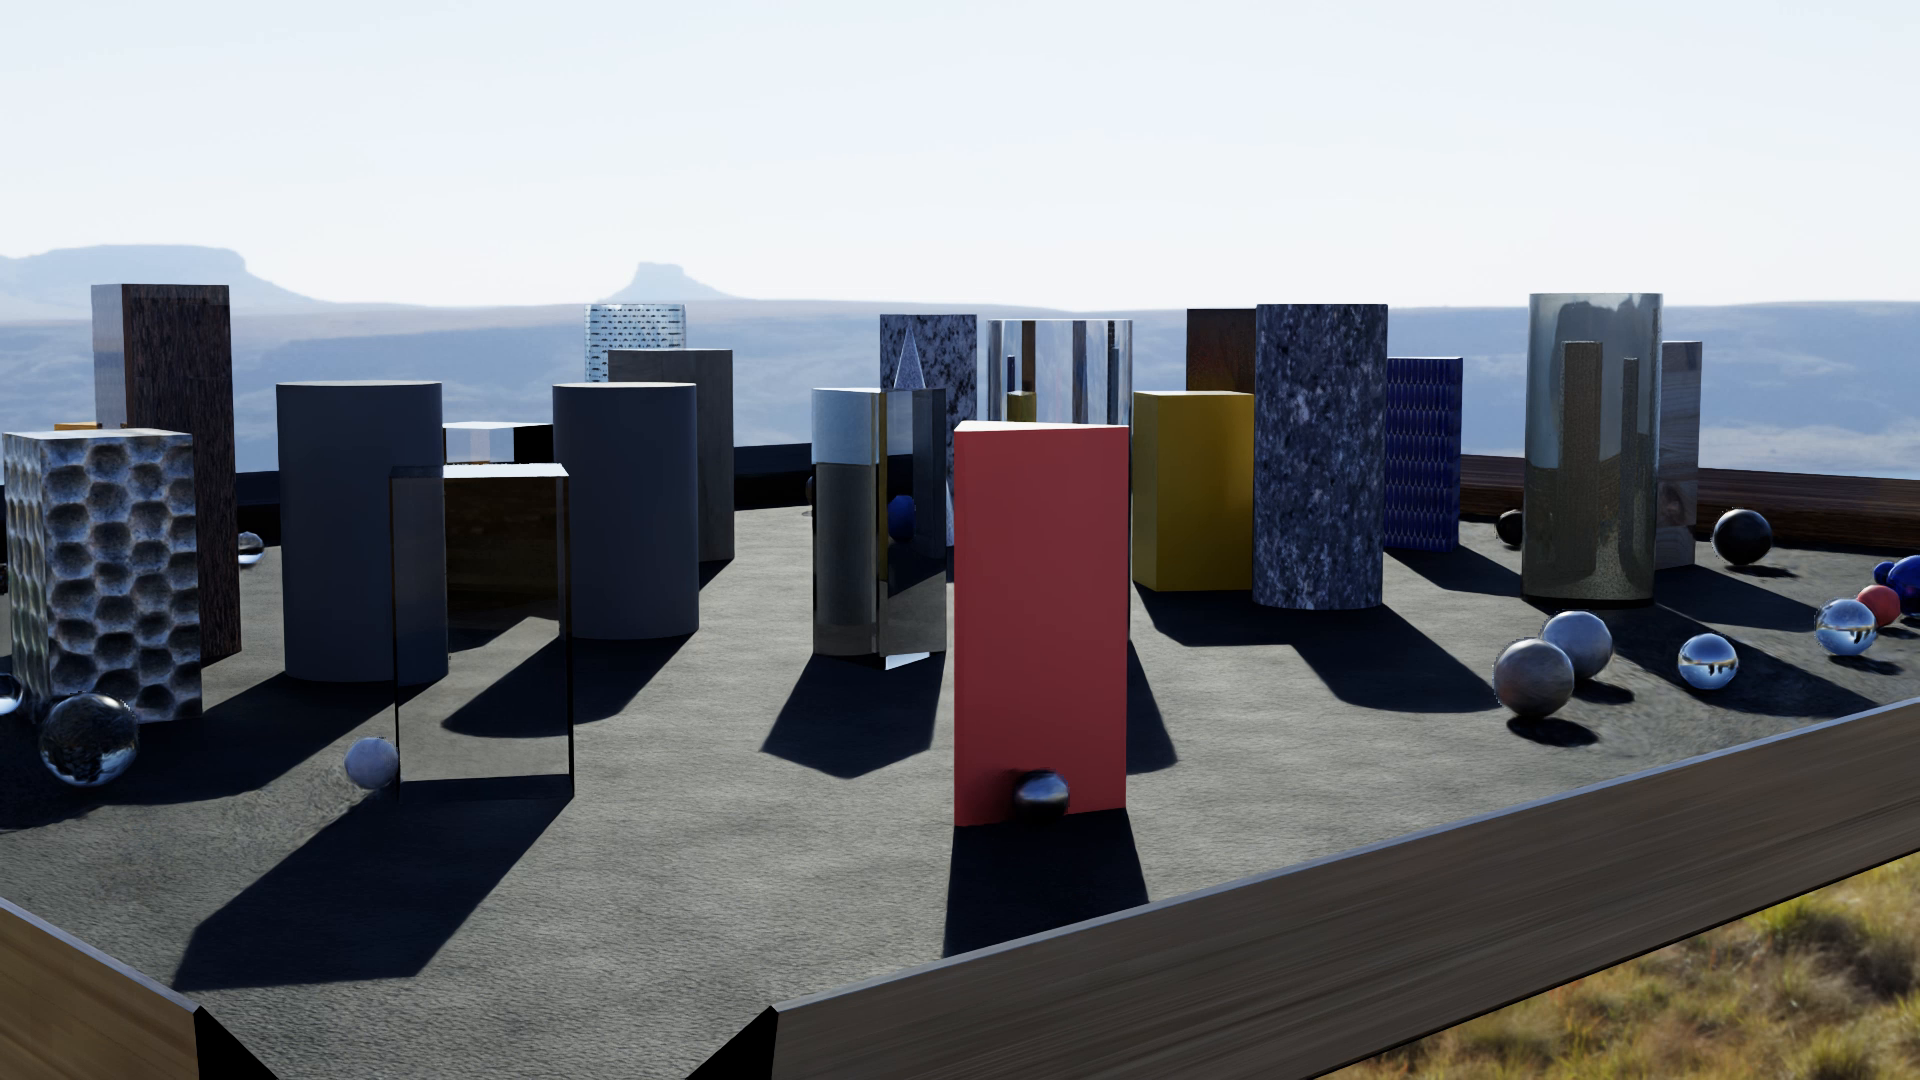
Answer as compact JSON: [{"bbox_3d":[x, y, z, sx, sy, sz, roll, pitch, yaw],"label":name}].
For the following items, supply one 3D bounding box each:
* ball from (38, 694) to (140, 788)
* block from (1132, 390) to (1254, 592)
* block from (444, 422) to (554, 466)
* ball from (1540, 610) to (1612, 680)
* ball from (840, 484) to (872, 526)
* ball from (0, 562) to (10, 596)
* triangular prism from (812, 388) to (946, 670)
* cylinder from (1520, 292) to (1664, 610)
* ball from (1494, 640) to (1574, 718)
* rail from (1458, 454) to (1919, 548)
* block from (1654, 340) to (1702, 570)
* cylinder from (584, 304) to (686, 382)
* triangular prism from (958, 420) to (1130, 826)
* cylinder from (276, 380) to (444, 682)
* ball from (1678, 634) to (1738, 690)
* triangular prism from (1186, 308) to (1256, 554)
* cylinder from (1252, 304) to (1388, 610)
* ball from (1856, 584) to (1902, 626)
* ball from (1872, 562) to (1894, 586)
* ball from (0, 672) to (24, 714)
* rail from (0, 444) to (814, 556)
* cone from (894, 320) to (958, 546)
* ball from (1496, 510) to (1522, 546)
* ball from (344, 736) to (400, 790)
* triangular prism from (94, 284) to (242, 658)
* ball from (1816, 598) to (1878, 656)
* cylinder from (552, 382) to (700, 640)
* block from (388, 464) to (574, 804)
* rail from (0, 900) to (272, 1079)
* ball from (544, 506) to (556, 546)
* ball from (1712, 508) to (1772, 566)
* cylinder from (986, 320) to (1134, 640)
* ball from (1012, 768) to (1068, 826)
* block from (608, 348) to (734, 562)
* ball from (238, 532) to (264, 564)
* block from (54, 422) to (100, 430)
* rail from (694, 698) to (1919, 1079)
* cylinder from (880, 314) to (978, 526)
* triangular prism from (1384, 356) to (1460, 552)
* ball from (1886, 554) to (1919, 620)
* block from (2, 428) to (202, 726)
[{"bbox_3d":[-0.815,0.188,2.059,0.088,0.088,0.088,0,6,0],"label":"ball"},{"bbox_3d":[0.376,-0.083,3.568,0.158,0.312,0.158,-1,6,-10],"label":"block"},{"bbox_3d":[-0.743,-0.045,3.423,0.158,0.267,0.158,3,7,26],"label":"block"},{"bbox_3d":[0.743,0.127,2.653,0.085,0.085,0.085,0,6,0],"label":"ball"},{"bbox_3d":[-0.203,-0.071,4.517,0.088,0.088,0.088,0,6,0],"label":"ball"},{"bbox_3d":[-1.507,0.061,3.441,0.053,0.053,0.053,0,6,0],"label":"ball"},{"bbox_3d":[-0.081,-0.021,2.827,0.148,0.344,0.171,-4,7,-34],"label":"triangular prism"},{"bbox_3d":[0.963,-0.140,3.355,0.197,0.470,0.197,0,6,0],"label":"cylinder"},{"bbox_3d":[0.629,0.152,2.409,0.086,0.086,0.086,0,6,0],"label":"ball"},{"bbox_3d":[1.336,-0.095,4.558,0.045,0.128,3.325,-5,8,-42],"label":"rail"},{"bbox_3d":[1.184,-0.153,3.859,0.158,0.390,0.158,-6,8,-44],"label":"block"},{"bbox_3d":[-0.632,-0.232,4.303,0.197,0.456,0.197,0,6,0],"label":"cylinder"},{"bbox_3d":[0.040,0.067,1.991,0.171,0.342,0.148,-3,7,-27],"label":"triangular prism"},{"bbox_3d":[-0.738,-0.016,2.723,0.197,0.356,0.197,0,6,0],"label":"cylinder"},{"bbox_3d":[0.878,0.143,2.584,0.067,0.067,0.067,0,6,0],"label":"ball"},{"bbox_3d":[0.510,-0.207,4.101,0.171,0.448,0.148,1,6,8],"label":"triangular prism"},{"bbox_3d":[0.548,-0.132,3.355,0.197,0.454,0.197,0,6,0],"label":"cylinder"},{"bbox_3d":[1.295,0.093,3.102,0.060,0.060,0.060,0,6,0],"label":"ball"},{"bbox_3d":[1.492,0.056,3.539,0.043,0.043,0.043,0,6,0],"label":"ball"},{"bbox_3d":[-1.047,0.168,2.399,0.046,0.046,0.046,0,6,0],"label":"ball"},{"bbox_3d":[-1.111,-0.092,4.530,3.684,0.128,0.045,-5,8,-42],"label":"rail"},{"bbox_3d":[-0.096,-0.209,4.207,0.197,0.430,0.197,0,6,0],"label":"cone"},{"bbox_3d":[1.055,-0.024,4.182,0.067,0.067,0.067,0,6,0],"label":"ball"},{"bbox_3d":[-0.526,0.200,1.966,0.047,0.047,0.047,0,6,0],"label":"ball"},{"bbox_3d":[-1.005,-0.088,2.823,0.148,0.477,0.171,-4,7,-33],"label":"triangular prism"},{"bbox_3d":[1.144,0.113,2.838,0.074,0.074,0.074,0,6,0],"label":"ball"},{"bbox_3d":[-0.465,-0.045,3.064,0.197,0.342,0.197,0,6,0],"label":"cylinder"},{"bbox_3d":[-0.449,0.082,2.065,0.158,0.296,0.158,-1,6,-13],"label":"block"},{"bbox_3d":[-1.336,0.161,2.106,0.045,0.128,3.325,-5,8,-42],"label":"rail"},{"bbox_3d":[-0.729,-0.029,4.103,0.094,0.094,0.094,0,6,0],"label":"ball"},{"bbox_3d":[1.371,-0.005,3.852,0.099,0.099,0.099,0,6,0],"label":"ball"},{"bbox_3d":[0.134,-0.081,2.979,0.197,0.432,0.197,0,6,0],"label":"cylinder"},{"bbox_3d":[0.070,0.223,1.906,0.049,0.049,0.049,0,6,0],"label":"ball"},{"bbox_3d":[-0.517,-0.154,3.943,0.158,0.375,0.158,-6,8,-44],"label":"block"},{"bbox_3d":[-1.252,0.015,3.865,0.057,0.057,0.057,0,6,0],"label":"ball"},{"bbox_3d":[-1.124,-0.017,3.035,0.158,0.291,0.158,3,7,27],"label":"block"},{"bbox_3d":[1.111,0.158,2.134,3.684,0.128,0.045,-5,8,-42],"label":"rail"},{"bbox_3d":[-0.063,-0.239,4.464,0.197,0.437,0.197,0,6,0],"label":"cylinder"},{"bbox_3d":[0.899,-0.166,4.154,0.148,0.356,0.171,-5,8,-42],"label":"triangular prism"},{"bbox_3d":[1.389,0.068,3.181,0.093,0.093,0.093,0,6,0],"label":"ball"},{"bbox_3d":[-0.942,0.038,2.415,0.158,0.311,0.158,-4,7,-36],"label":"block"}]
